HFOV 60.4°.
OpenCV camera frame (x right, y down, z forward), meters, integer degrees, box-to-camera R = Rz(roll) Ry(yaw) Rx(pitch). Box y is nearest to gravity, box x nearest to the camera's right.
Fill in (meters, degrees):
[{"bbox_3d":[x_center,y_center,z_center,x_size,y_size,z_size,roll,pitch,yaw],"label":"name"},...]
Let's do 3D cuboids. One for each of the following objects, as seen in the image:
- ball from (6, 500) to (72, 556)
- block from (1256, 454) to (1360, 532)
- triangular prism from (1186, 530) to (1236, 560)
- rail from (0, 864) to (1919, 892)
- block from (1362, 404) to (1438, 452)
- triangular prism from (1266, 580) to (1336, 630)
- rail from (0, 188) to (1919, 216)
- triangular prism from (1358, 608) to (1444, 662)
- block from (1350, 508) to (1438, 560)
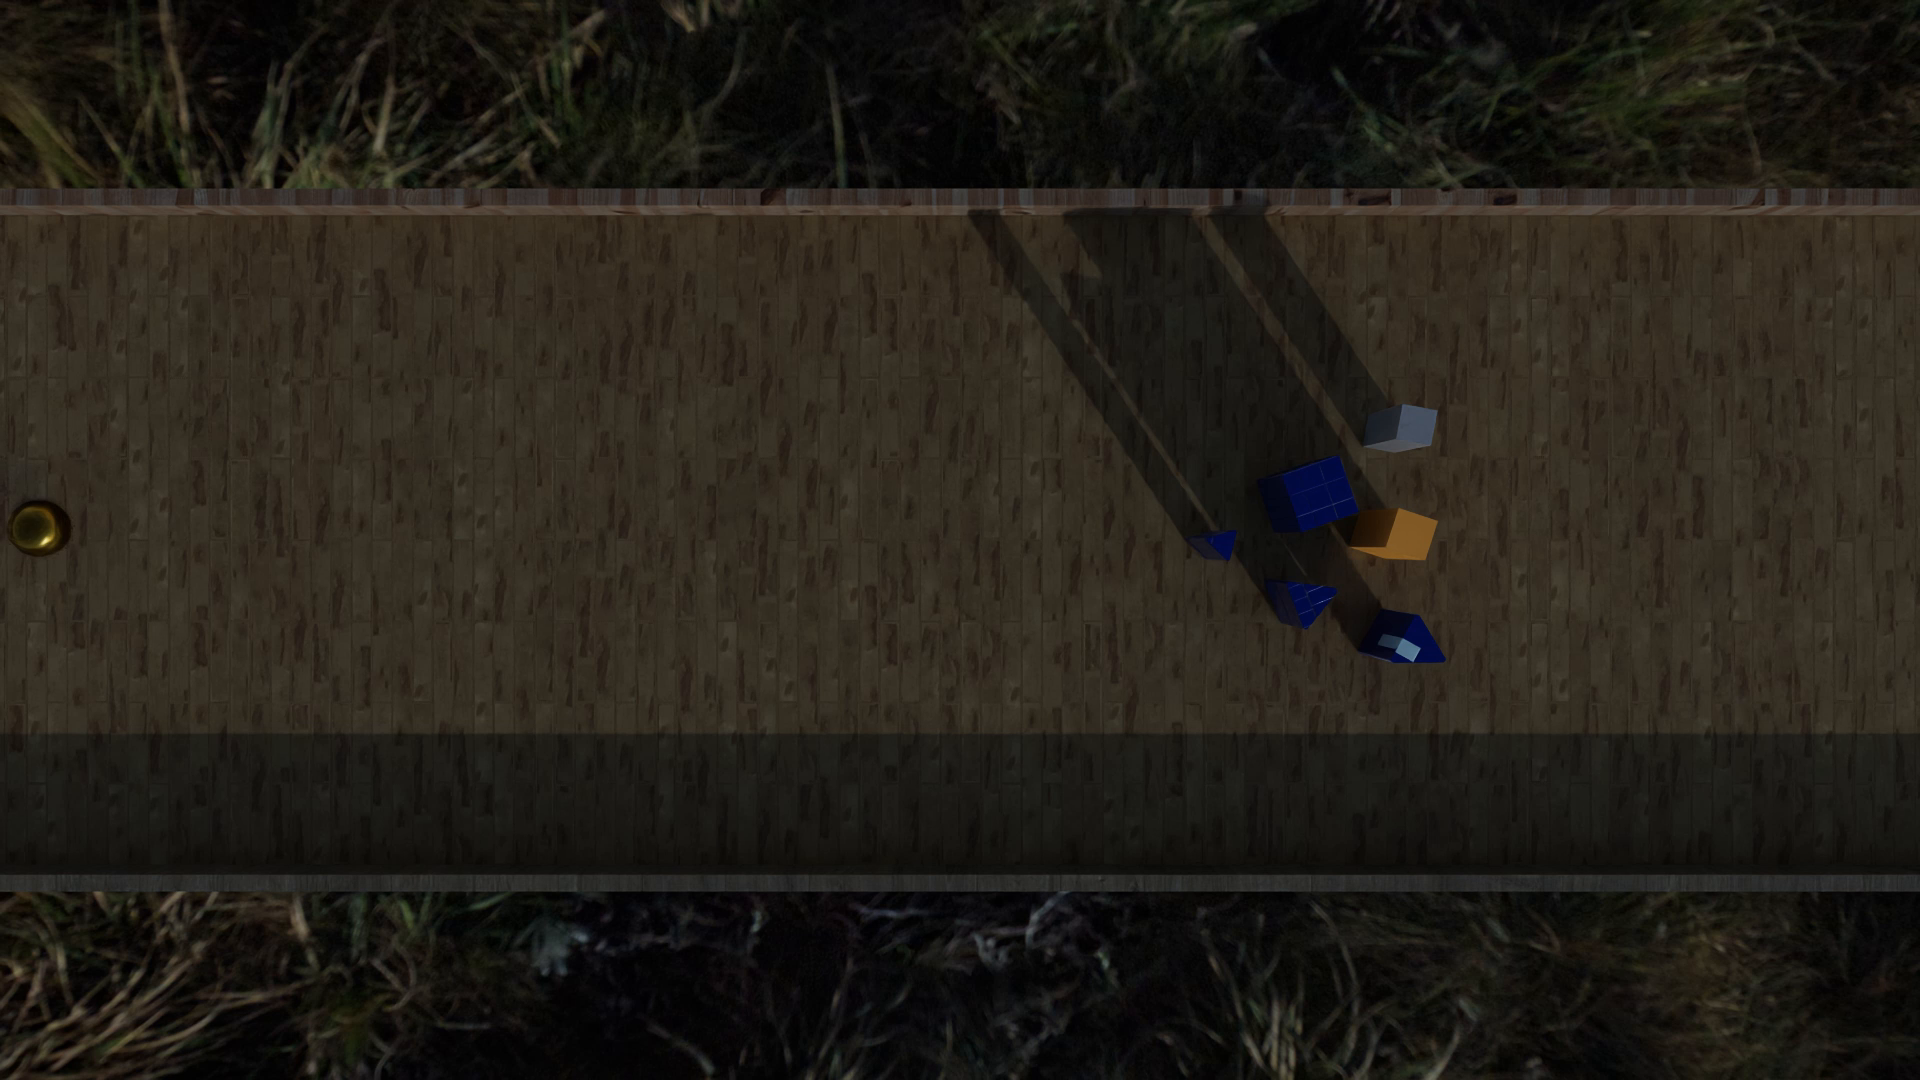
[{"bbox_3d":[-2.785,-0.035,4.991,0.172,0.172,0.172,0,90,0],"label":"ball"},{"bbox_3d":[1.021,-0.132,4.874,0.172,0.406,0.172,-19,90,0],"label":"block"},{"bbox_3d":[0.750,0.001,4.852,0.087,0.448,0.075,44,90,0],"label":"triangular prism"},{"bbox_3d":[-2.247,1.025,5.001,12.000,0.150,0.050,0,90,0],"label":"rail"},{"bbox_3d":[1.298,-0.328,4.880,0.102,0.393,0.102,11,90,0],"label":"block"},{"bbox_3d":[0.987,0.160,4.902,0.126,0.348,0.146,38,90,0],"label":"triangular prism"},{"bbox_3d":[-2.247,-1.025,5.002,12.000,0.150,0.050,0,90,0],"label":"rail"},{"bbox_3d":[1.301,0.278,4.881,0.154,0.392,0.133,-1,90,0],"label":"triangular prism"},{"bbox_3d":[1.269,-0.016,4.854,0.116,0.445,0.116,18,90,0],"label":"block"}]
